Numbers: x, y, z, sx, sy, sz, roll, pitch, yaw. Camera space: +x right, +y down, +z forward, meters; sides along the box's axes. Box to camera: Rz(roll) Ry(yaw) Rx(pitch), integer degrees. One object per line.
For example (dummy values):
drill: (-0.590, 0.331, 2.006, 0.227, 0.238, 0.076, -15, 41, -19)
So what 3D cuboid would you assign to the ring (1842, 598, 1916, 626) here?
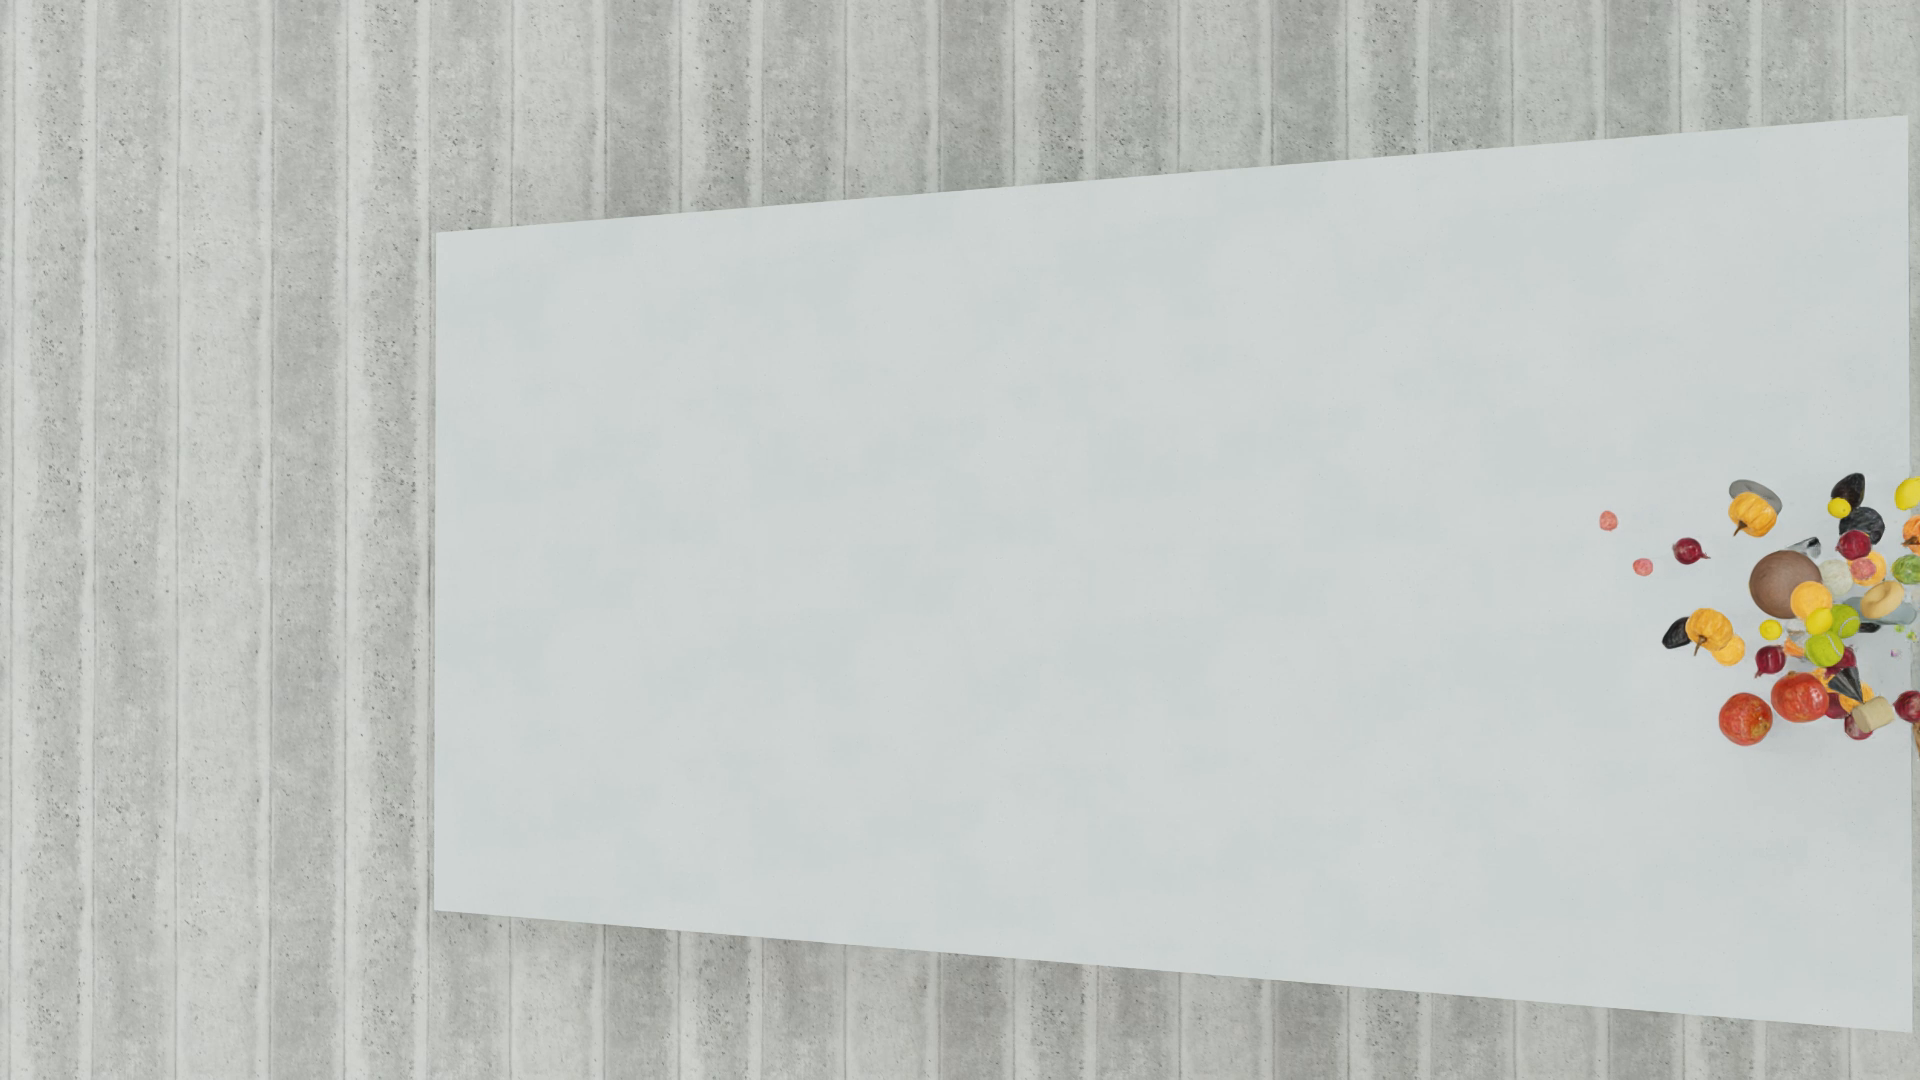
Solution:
ring: (1.960, 0.152, 4.693, 0.149, 0.149, 0.050, 6, 87, 0)

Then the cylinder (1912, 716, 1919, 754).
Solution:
cylinder: (1.829, 0.379, 4.084, 0.095, 0.095, 0.095, 3, 54, 0)

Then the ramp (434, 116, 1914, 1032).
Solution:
ramp: (0.282, 0.082, 5.689, 4.000, 0.100, 2.000, 0, 89, 25)

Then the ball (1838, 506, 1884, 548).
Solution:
ball: (1.903, -0.026, 4.641, 0.090, 0.090, 0.090, 0, 89, 0)

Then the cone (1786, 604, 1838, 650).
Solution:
cone: (1.766, 0.186, 4.556, 0.099, 0.099, 0.099, 2, 95, 20)

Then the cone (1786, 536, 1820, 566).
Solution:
cone: (1.858, 0.021, 4.872, 0.067, 0.067, 0.067, -9, 103, -42)

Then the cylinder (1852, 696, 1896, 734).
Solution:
cylinder: (1.913, 0.366, 4.607, 0.060, 0.060, 0.060, -26, 89, -4)

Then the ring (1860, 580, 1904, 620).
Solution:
ring: (1.863, 0.120, 4.445, 0.032, 0.095, 0.095, 43, 90, -11)

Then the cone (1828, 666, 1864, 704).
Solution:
cone: (1.699, 0.287, 4.184, 0.067, 0.067, 0.067, -27, 55, 0)

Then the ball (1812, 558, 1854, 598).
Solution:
ball: (1.697, 0.075, 4.272, 0.076, 0.076, 0.076, 0, 89, 0)
